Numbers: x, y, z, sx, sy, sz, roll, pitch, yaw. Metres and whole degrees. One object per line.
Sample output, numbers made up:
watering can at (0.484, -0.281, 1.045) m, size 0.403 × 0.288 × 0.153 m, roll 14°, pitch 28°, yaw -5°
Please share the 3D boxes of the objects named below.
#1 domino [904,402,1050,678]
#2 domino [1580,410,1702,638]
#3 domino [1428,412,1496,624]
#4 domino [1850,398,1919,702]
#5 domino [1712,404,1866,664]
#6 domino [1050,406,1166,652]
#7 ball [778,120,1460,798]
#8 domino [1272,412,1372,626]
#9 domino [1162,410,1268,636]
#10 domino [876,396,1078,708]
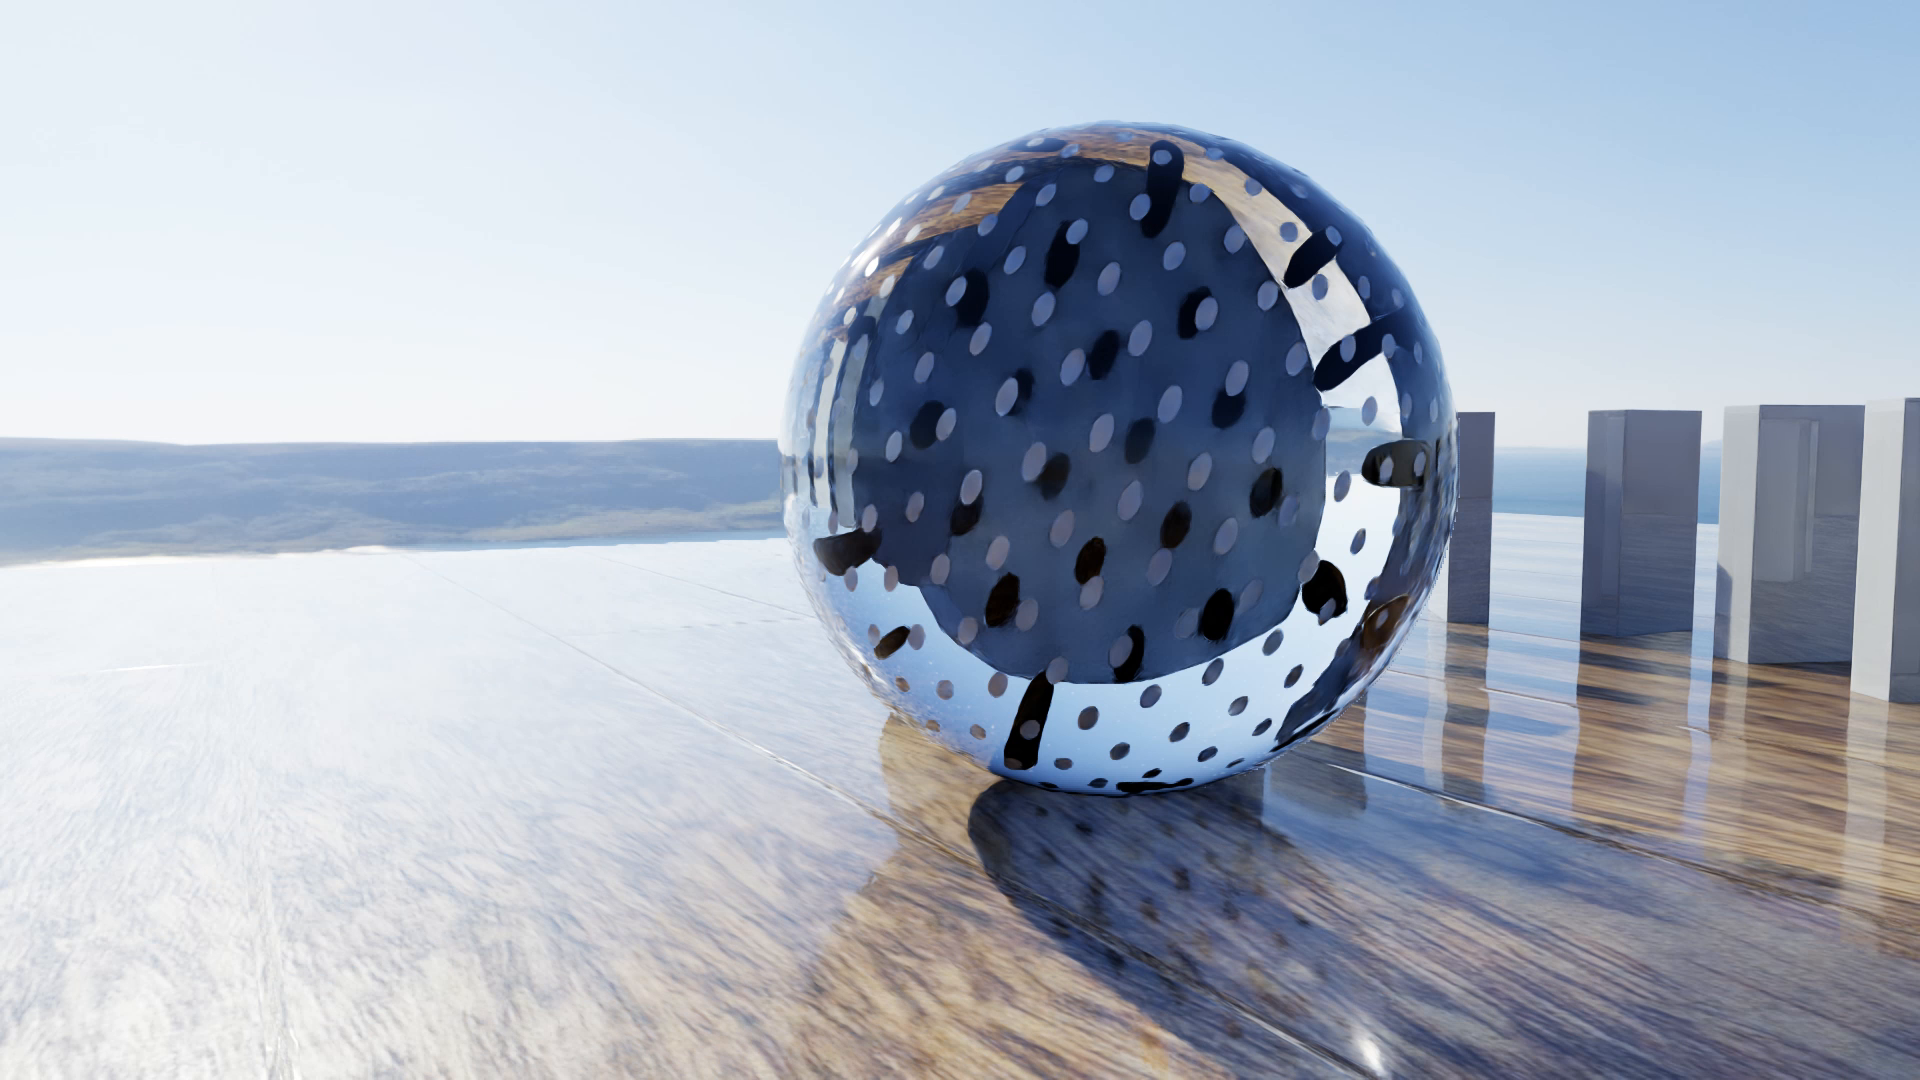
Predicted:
domino at (0.003, 0.000, 0.234) m, size 0.025 × 0.050 × 0.009 m, roll 1°, pitch 4°, yaw 17°
domino at (0.154, -0.004, 0.290) m, size 0.025 × 0.050 × 0.009 m, roll -2°, pitch 5°, yaw -25°
domino at (0.123, -0.006, 0.316) m, size 0.010 × 0.050 × 0.025 m, roll 1°, pitch 4°, yaw 10°
domino at (0.166, 0.001, 0.214) m, size 0.025 × 0.050 × 0.010 m, roll 0°, pitch 4°, yaw 1°
domino at (0.164, -0.001, 0.253) m, size 0.025 × 0.050 × 0.009 m, roll -1°, pitch 4°, yaw -8°
domino at (0.030, -0.003, 0.273) m, size 0.025 × 0.050 × 0.010 m, roll 4°, pitch 6°, yaw 44°
ball at (0.018, -0.009, 0.157) m, size 0.080 × 0.080 × 0.080 m, roll 0°, pitch 4°, yaw 0°
domino at (0.087, -0.006, 0.312) m, size 0.010 × 0.050 × 0.025 m, roll -2°, pitch 5°, yaw -21°
domino at (0.058, -0.005, 0.296) m, size 0.009 × 0.050 × 0.025 m, roll -3°, pitch 5°, yaw -34°
domino at (0.004, 0.001, 0.214) m, size 0.025 × 0.050 × 0.010 m, roll 4°, pitch -19°, yaw 15°
